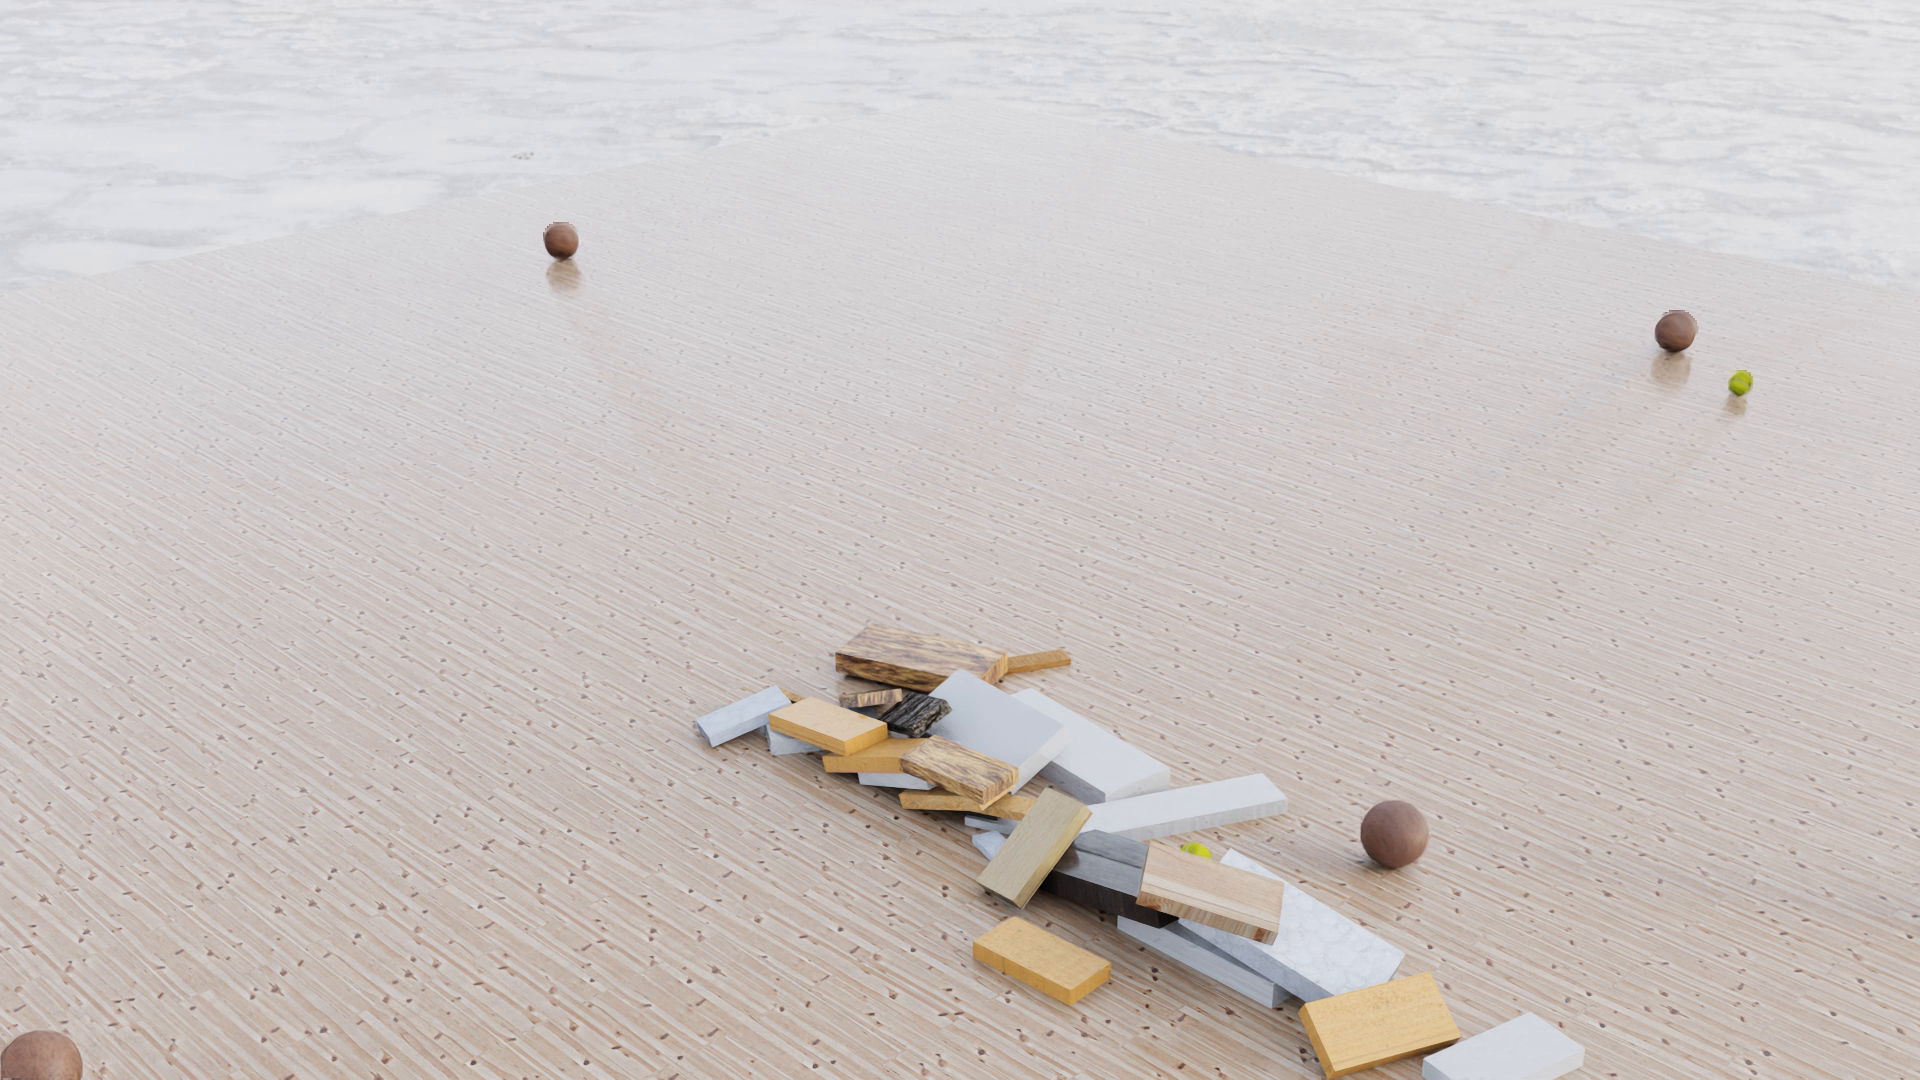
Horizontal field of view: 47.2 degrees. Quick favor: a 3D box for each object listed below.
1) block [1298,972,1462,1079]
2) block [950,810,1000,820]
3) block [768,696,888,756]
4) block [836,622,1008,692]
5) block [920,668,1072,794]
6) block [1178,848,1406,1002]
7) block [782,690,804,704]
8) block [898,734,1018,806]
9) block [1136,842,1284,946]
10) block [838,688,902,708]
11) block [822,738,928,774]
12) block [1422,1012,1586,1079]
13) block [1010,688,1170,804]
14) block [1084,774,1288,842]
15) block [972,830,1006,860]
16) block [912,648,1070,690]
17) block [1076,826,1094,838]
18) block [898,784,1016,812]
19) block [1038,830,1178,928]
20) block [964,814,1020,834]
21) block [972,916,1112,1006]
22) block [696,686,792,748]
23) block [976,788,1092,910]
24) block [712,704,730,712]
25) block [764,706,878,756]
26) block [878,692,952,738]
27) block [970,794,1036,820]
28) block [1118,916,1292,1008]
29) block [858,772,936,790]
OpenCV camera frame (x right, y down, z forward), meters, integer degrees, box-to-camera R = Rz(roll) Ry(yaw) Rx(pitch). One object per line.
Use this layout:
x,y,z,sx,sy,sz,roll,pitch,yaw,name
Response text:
0.708,0.818,3.711,0.248,0.035,0.124,-9,57,-21,block
0.036,0.533,4.433,0.126,0.018,0.063,8,24,31,block
-0.280,0.394,4.667,0.241,0.034,0.121,14,25,43,block
-0.088,0.277,5.005,0.350,0.050,0.175,11,25,24,block
0.054,0.402,4.661,0.175,0.050,0.350,-40,39,-22,block
0.584,0.701,3.873,0.358,0.051,0.179,30,40,18,block
-0.342,0.360,4.850,0.111,0.016,0.055,18,-13,36,block
-0.003,0.456,4.379,0.221,0.031,0.110,18,32,37,block
0.440,0.619,3.856,0.248,0.035,0.124,17,38,2,block
-0.197,0.345,4.806,0.096,0.027,0.193,-7,-2,-16,block
-0.157,0.447,4.561,0.241,0.034,0.121,-5,12,43,block
0.906,0.870,3.665,0.248,0.035,0.124,-14,27,-29,block
0.225,0.441,4.657,0.175,0.050,0.458,-16,28,-34,block
0.402,0.552,4.419,0.514,0.032,0.114,-8,24,-18,block
0.072,0.606,4.314,0.054,0.015,0.107,-11,25,-24,block
0.065,0.296,5.042,0.386,0.016,0.055,-8,24,-18,block
0.211,0.596,4.286,0.107,0.054,0.015,-9,19,-19,block
-0.006,0.505,4.429,0.220,0.031,0.110,-5,18,44,block
0.309,0.628,4.104,0.179,0.051,0.358,-19,17,-35,block
0.080,0.562,4.413,0.126,0.018,0.063,10,25,22,block
0.146,0.753,3.945,0.228,0.032,0.114,19,30,38,block
-0.467,0.381,4.765,0.193,0.027,0.096,-23,26,-16,block
0.141,0.583,4.166,0.114,0.032,0.228,19,65,51,block
-0.491,0.383,4.838,0.111,0.016,0.055,2,23,5,block
-0.296,0.410,4.751,0.241,0.034,0.121,-5,23,-11,block
-0.097,0.370,4.667,0.096,0.027,0.193,-38,15,-18,block
0.089,0.529,4.380,0.126,0.018,0.063,7,24,30,block
0.481,0.720,3.999,0.179,0.051,0.358,-21,31,-40,block
-0.098,0.474,4.515,0.110,0.031,0.221,-20,11,-40,block
